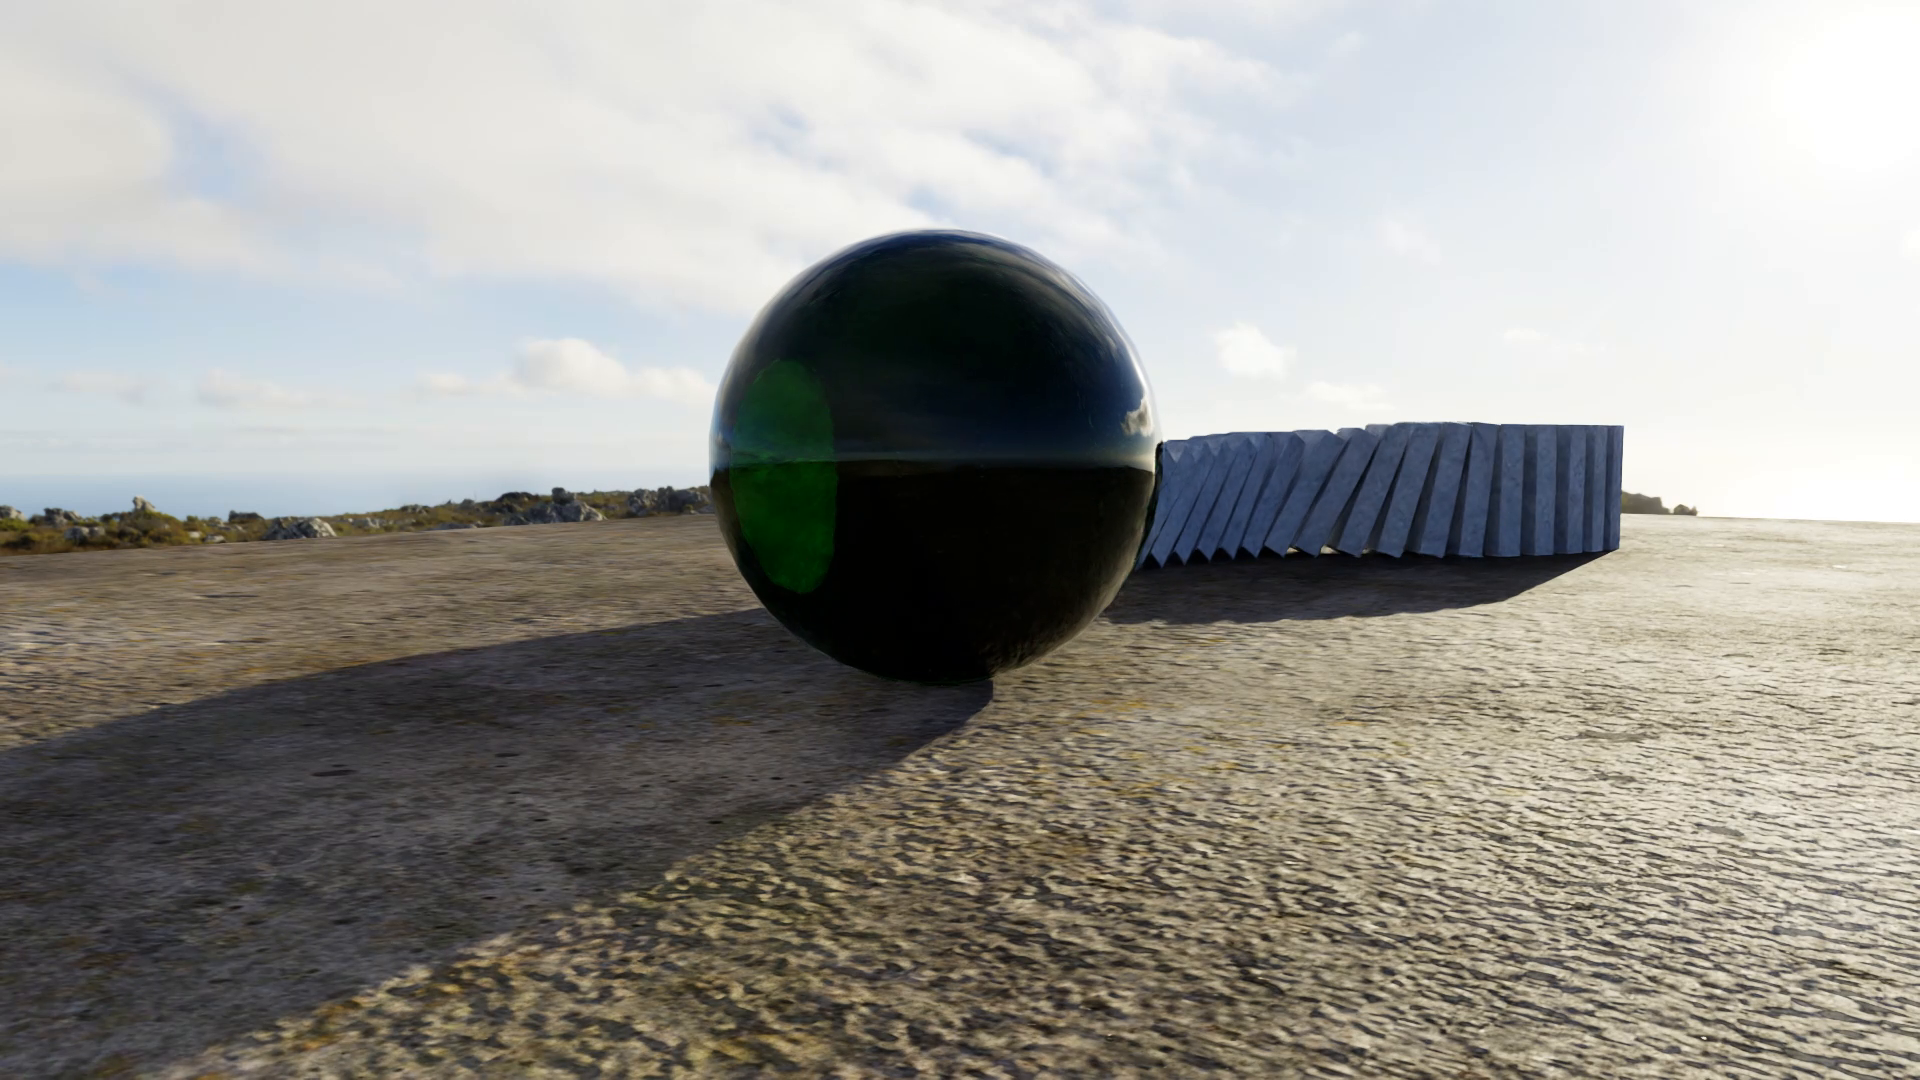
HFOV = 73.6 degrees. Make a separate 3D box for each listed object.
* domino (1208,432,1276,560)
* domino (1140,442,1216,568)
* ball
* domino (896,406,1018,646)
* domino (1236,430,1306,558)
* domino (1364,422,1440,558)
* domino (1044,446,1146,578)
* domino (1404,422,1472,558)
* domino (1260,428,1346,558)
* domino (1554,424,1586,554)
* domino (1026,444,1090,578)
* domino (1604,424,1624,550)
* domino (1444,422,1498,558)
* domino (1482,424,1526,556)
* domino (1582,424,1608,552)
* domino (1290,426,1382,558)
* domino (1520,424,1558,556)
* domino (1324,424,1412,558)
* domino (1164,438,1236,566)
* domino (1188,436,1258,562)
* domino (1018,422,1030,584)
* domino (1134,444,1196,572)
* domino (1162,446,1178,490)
[{"bbox_3d":[0.098,-0.017,0.484,0.025,0.050,0.009,4,-28,45],"label":"domino"},{"bbox_3d":[0.069,-0.013,0.454,0.025,0.050,0.009,4,-37,43],"label":"domino"},{"bbox_3d":[-0.004,-0.015,0.228,0.080,0.080,0.080,0,4,0],"label":"ball"},{"bbox_3d":[0.000,-0.003,0.272,0.025,0.050,0.009,0,-12,2],"label":"domino"},{"bbox_3d":[0.111,-0.018,0.491,0.009,0.050,0.025,35,-16,-31],"label":"domino"},{"bbox_3d":[0.167,-0.019,0.489,0.009,0.050,0.025,16,4,-2],"label":"domino"},{"bbox_3d":[0.038,-0.010,0.423,0.025,0.009,0.050,5,50,46],"label":"domino"},{"bbox_3d":[0.180,-0.020,0.490,0.009,0.050,0.025,11,3,-7],"label":"domino"},{"bbox_3d":[0.126,-0.018,0.493,0.009,0.050,0.025,30,-3,-14],"label":"domino"},{"bbox_3d":[0.233,-0.021,0.508,0.010,0.050,0.025,-3,5,-32],"label":"domino"},{"bbox_3d":[0.022,-0.010,0.415,0.025,0.009,0.050,0,48,31],"label":"domino"},{"bbox_3d":[0.257,-0.022,0.526,0.009,0.050,0.025,-4,6,-41],"label":"domino"},{"bbox_3d":[0.192,-0.020,0.492,0.009,0.050,0.025,5,3,-11],"label":"domino"},{"bbox_3d":[0.205,-0.020,0.496,0.010,0.050,0.025,-1,4,-16],"label":"domino"},{"bbox_3d":[0.245,-0.021,0.517,0.009,0.050,0.025,-3,5,-39],"label":"domino"},{"bbox_3d":[0.141,-0.019,0.491,0.009,0.050,0.025,27,4,-2],"label":"domino"},{"bbox_3d":[0.219,-0.020,0.501,0.009,0.050,0.025,-2,5,-23],"label":"domino"},{"bbox_3d":[0.154,-0.019,0.490,0.009,0.050,0.025,21,4,-2],"label":"domino"},{"bbox_3d":[0.078,-0.014,0.464,0.025,0.050,0.009,4,-34,43],"label":"domino"},{"bbox_3d":[0.089,-0.016,0.474,0.025,0.050,0.009,4,-31,45],"label":"domino"},{"bbox_3d":[0.008,-0.012,0.396,0.025,0.050,0.009,0,-22,6],"label":"domino"},{"bbox_3d":[0.059,-0.012,0.443,0.025,0.050,0.009,4,-39,43],"label":"domino"},{"bbox_3d":[0.050,-0.011,0.431,0.025,0.009,0.050,5,51,49],"label":"domino"}]
